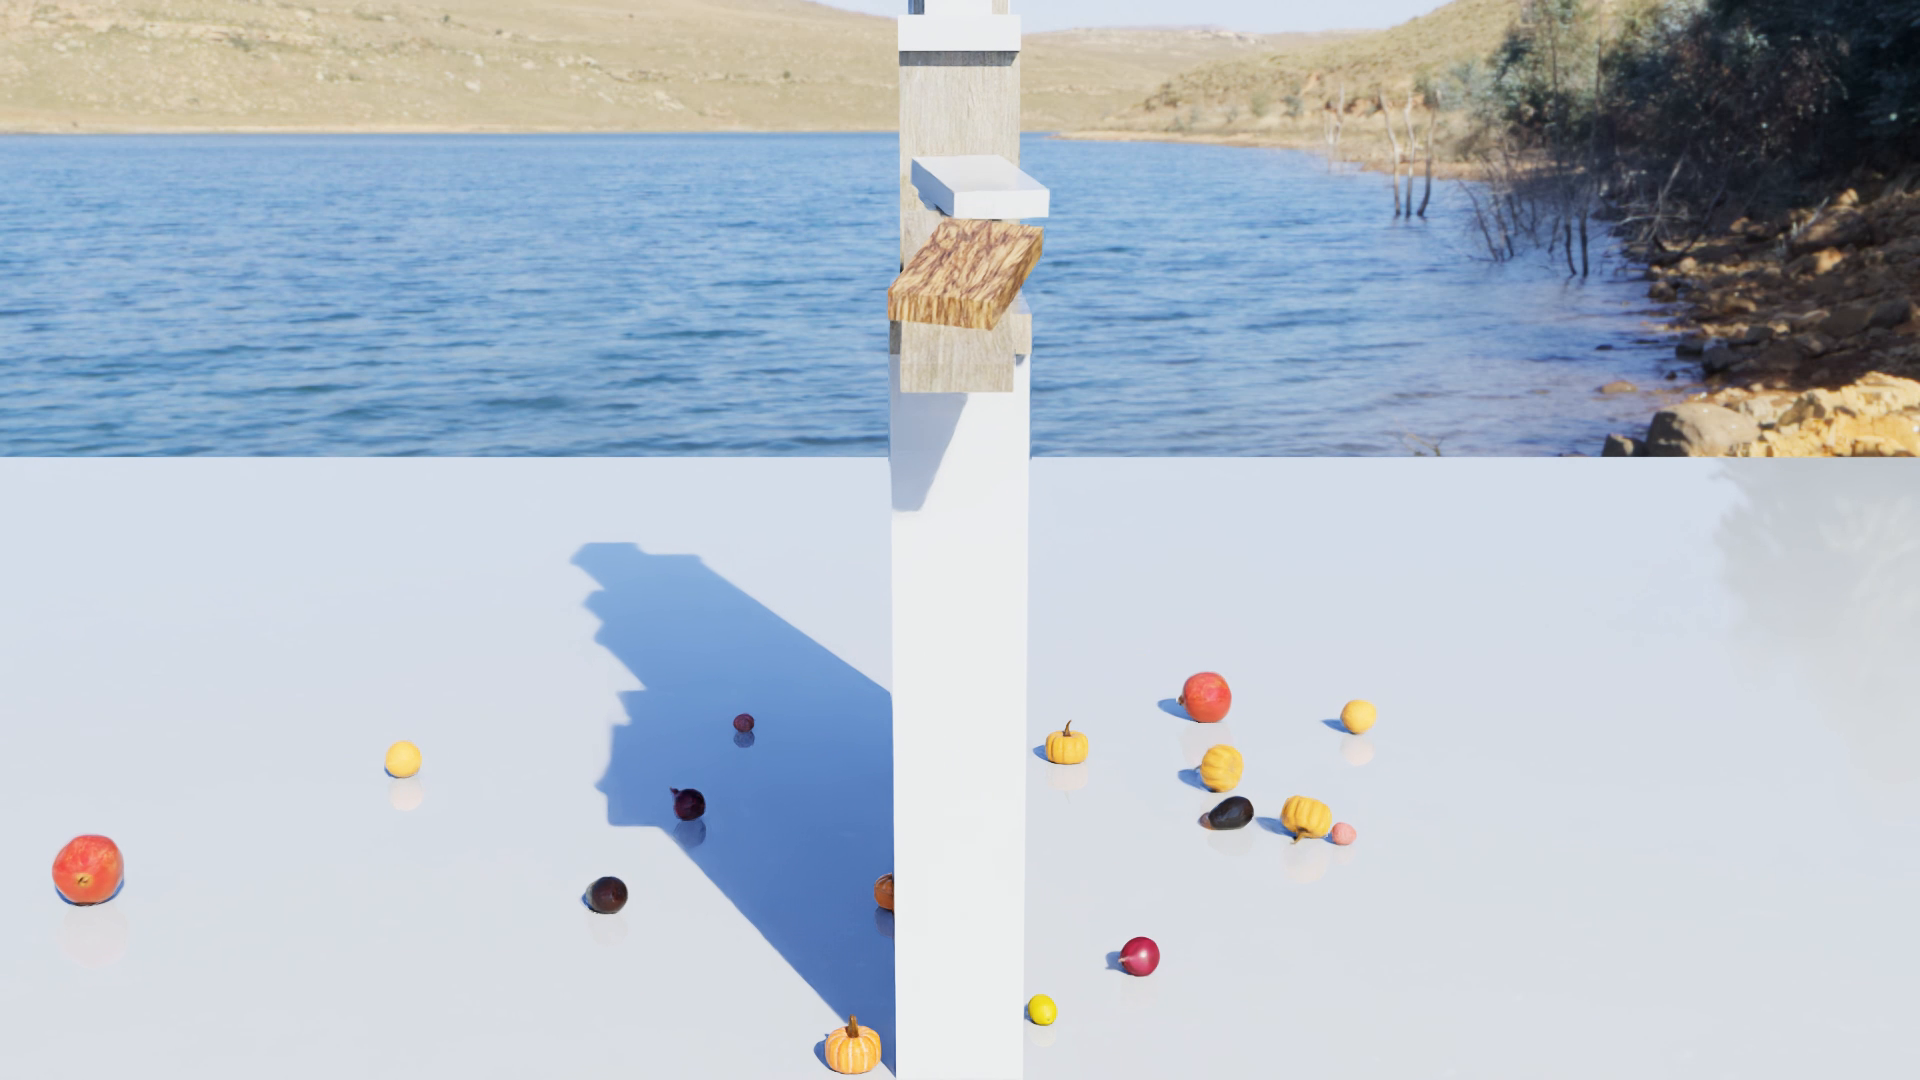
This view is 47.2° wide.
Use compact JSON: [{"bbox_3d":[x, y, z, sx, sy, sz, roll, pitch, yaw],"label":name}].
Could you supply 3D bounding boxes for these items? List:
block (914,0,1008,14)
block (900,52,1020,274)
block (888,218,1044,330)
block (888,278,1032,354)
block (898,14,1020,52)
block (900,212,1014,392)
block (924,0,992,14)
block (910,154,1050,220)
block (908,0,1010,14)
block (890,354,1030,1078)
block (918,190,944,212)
[{"bbox_3d":[0.001,-1.025,3.557,0.153,0.373,0.043,0,11,0],"label":"block"},{"bbox_3d":[-0.001,-0.538,3.265,0.176,0.365,0.050,0,11,-1],"label":"block"},{"bbox_3d":[0.009,-0.316,2.591,0.124,0.035,0.247,8,29,13],"label":"block"},{"bbox_3d":[-0.004,-0.286,2.784,0.170,0.048,0.339,0,14,-2],"label":"block"},{"bbox_3d":[-0.002,-0.763,3.343,0.176,0.050,0.353,0,10,0],"label":"block"},{"bbox_3d":[-0.006,-0.292,2.619,0.124,0.035,0.479,0,29,-1],"label":"block"},{"bbox_3d":[-0.003,-0.870,3.239,0.099,0.197,0.028,0,13,-1],"label":"block"},{"bbox_3d":[0.023,-0.465,2.886,0.124,0.035,0.247,-4,21,-13],"label":"block"},{"bbox_3d":[-0.002,-0.956,3.979,0.177,0.050,0.355,0,11,0],"label":"block"},{"bbox_3d":[0.000,0.241,2.828,0.170,0.995,0.048,0,17,0],"label":"block"},{"bbox_3d":[-0.004,-0.456,2.946,0.081,0.023,0.161,-3,20,-9],"label":"block"}]
